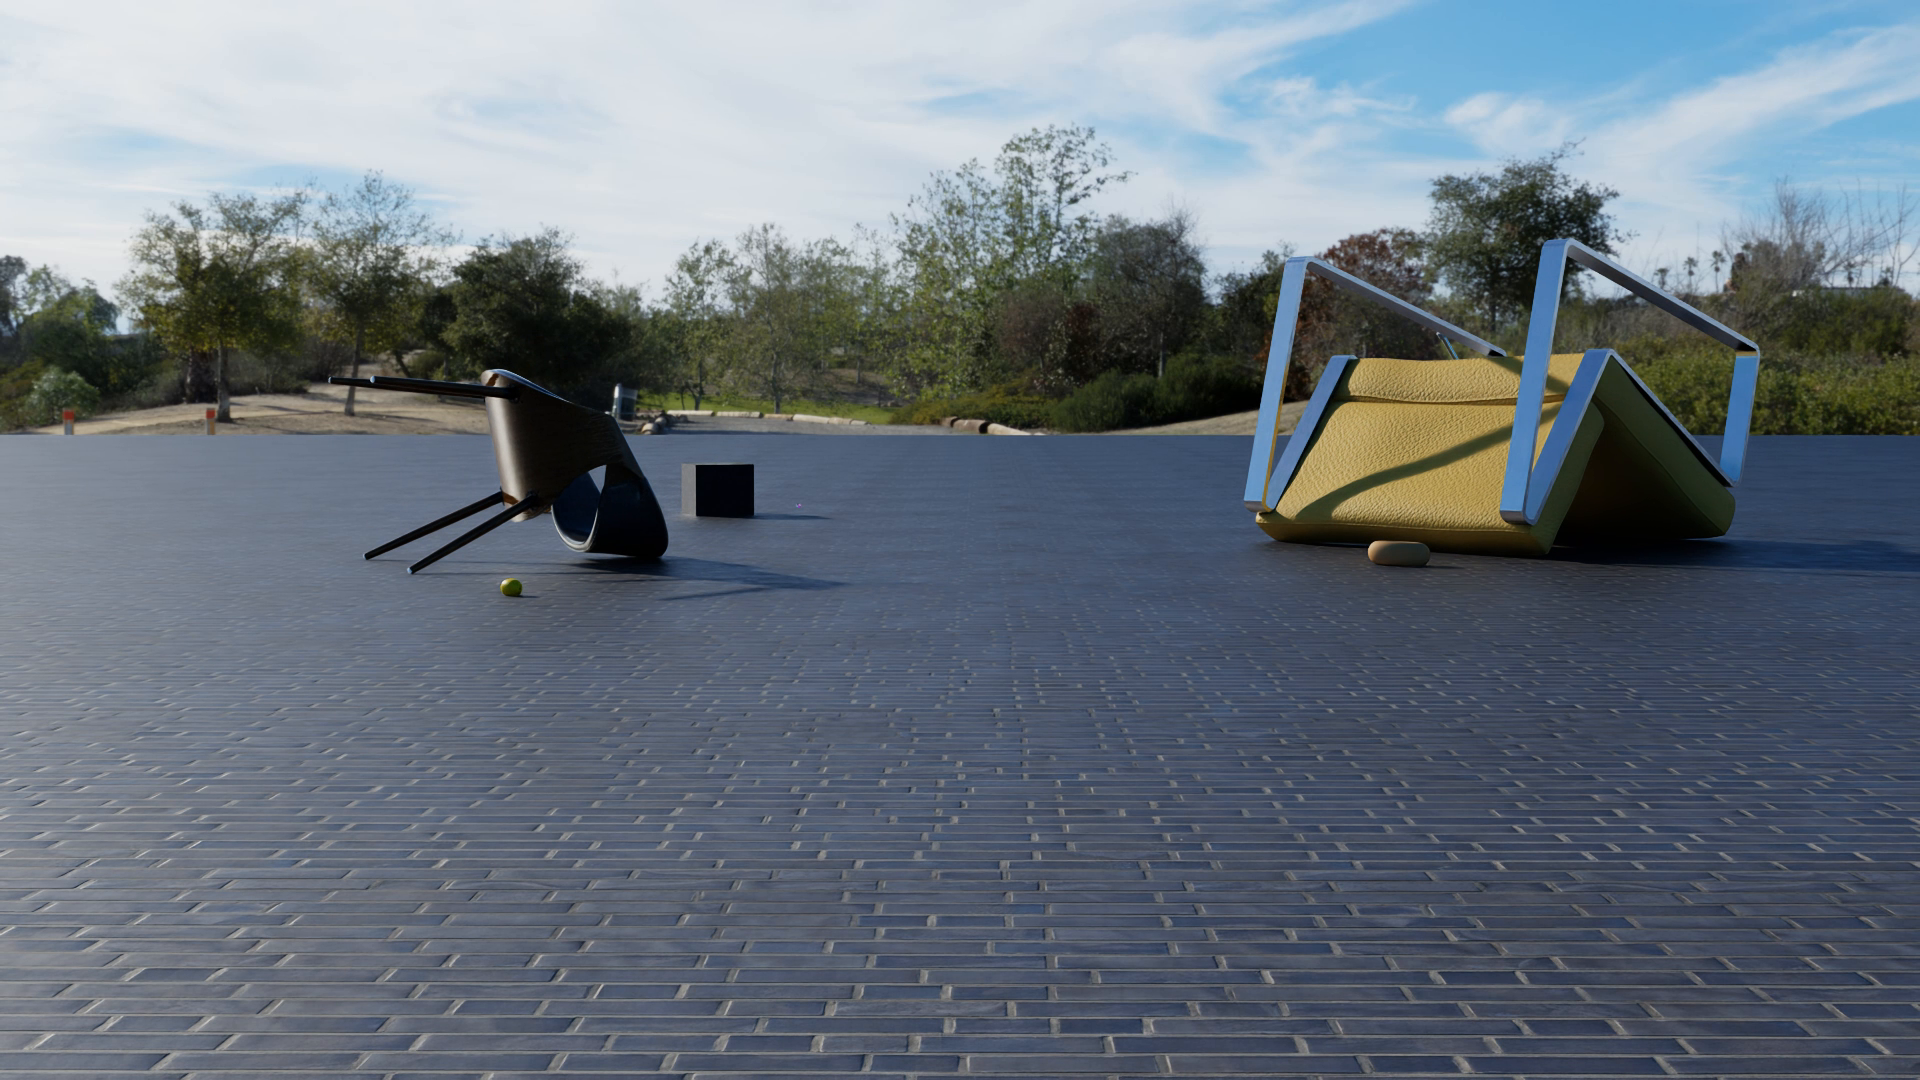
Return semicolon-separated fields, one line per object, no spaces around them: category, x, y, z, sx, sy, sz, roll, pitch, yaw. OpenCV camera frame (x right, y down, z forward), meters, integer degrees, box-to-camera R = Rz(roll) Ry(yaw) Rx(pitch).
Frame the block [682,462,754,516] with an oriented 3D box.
block;-0.872;-0.184;7.906;0.213;0.181;0.212;-1;4;-21

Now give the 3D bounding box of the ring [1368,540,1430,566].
ring;1.120;0.034;5.612;0.161;0.060;0.091;4;3;28
